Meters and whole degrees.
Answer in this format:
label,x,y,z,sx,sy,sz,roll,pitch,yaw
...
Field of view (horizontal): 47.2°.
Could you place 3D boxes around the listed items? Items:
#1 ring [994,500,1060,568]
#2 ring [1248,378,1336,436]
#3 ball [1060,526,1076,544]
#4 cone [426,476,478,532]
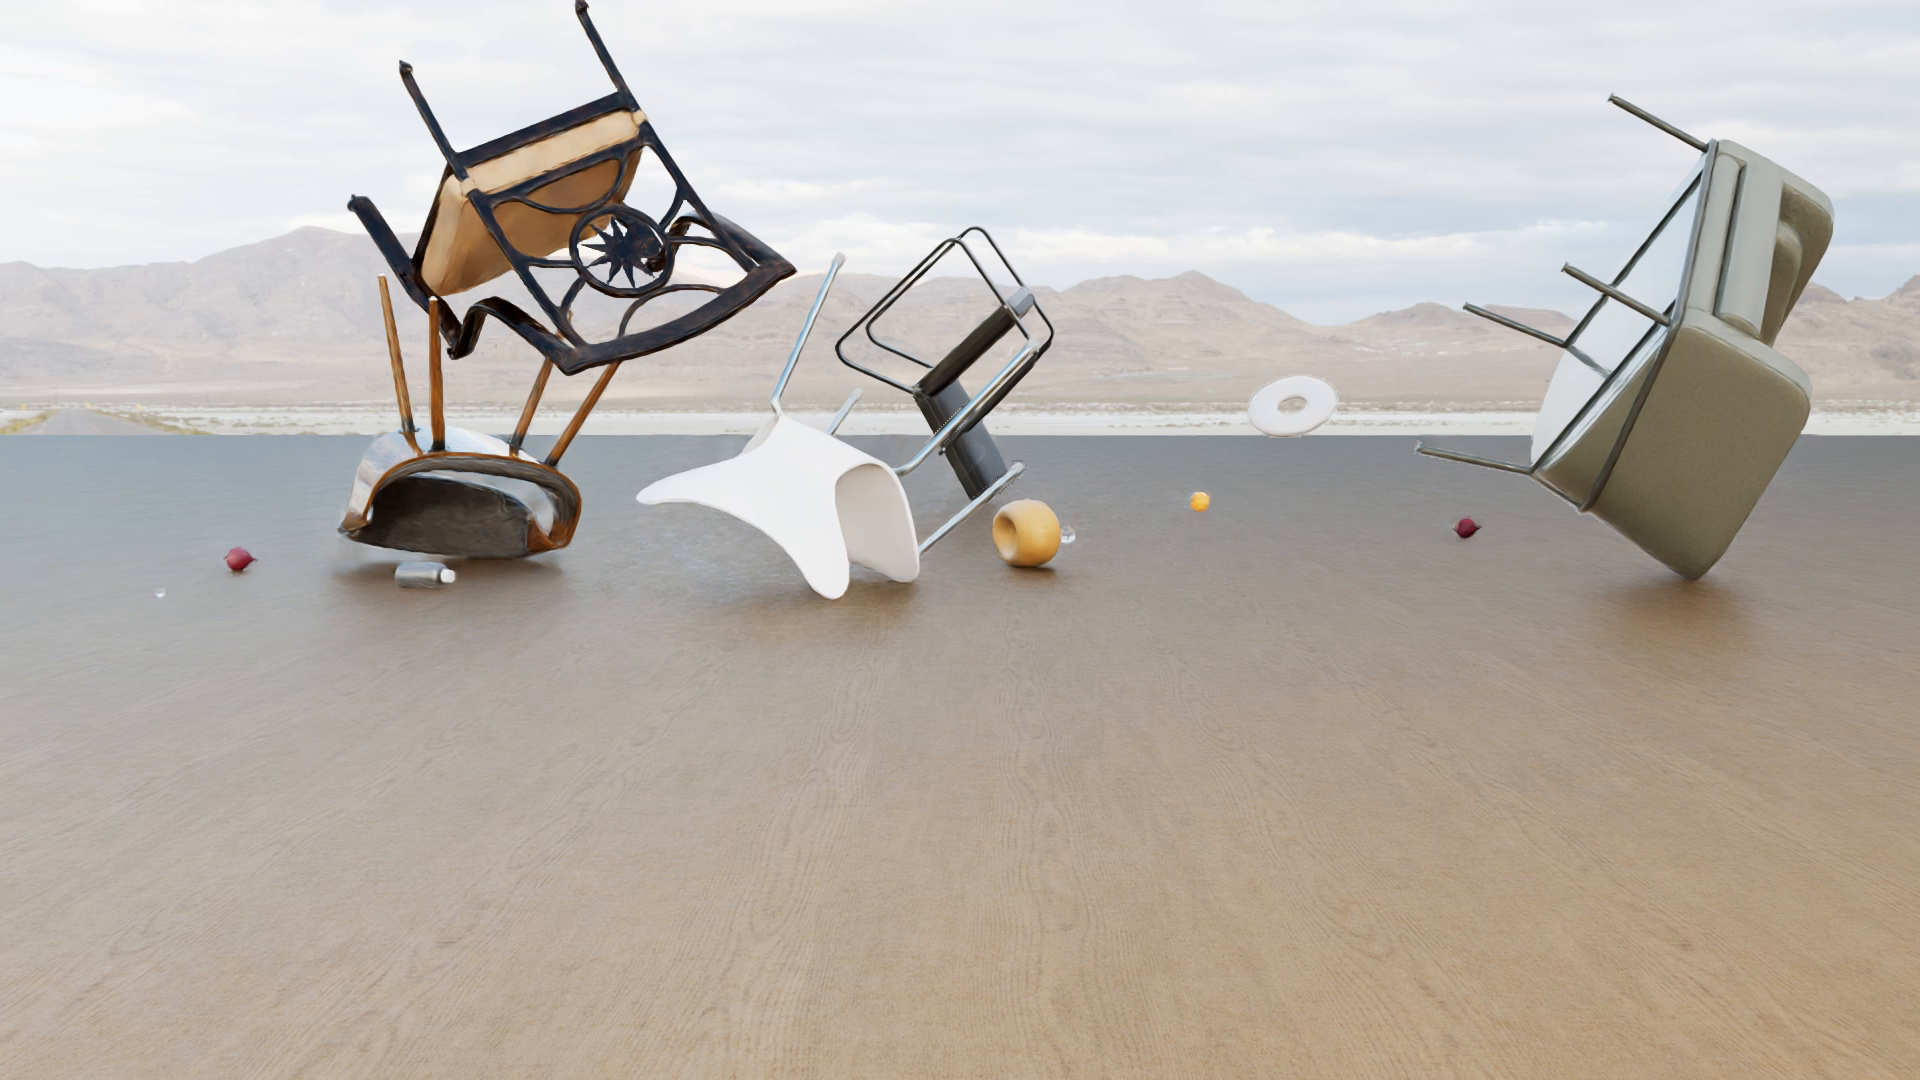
label,x,y,z,sx,sy,sz,roll,pitch,yaw
ring,0.166,-0.017,5.545,0.108,0.172,0.334,-8,2,-15
ring,1.084,-0.436,7.175,0.289,0.242,0.053,-14,-40,7
ball,0.310,-0.016,6.396,0.052,0.052,0.052,0,4,0
cone,-1.649,-0.077,7.041,0.155,0.207,0.209,33,-32,-11
